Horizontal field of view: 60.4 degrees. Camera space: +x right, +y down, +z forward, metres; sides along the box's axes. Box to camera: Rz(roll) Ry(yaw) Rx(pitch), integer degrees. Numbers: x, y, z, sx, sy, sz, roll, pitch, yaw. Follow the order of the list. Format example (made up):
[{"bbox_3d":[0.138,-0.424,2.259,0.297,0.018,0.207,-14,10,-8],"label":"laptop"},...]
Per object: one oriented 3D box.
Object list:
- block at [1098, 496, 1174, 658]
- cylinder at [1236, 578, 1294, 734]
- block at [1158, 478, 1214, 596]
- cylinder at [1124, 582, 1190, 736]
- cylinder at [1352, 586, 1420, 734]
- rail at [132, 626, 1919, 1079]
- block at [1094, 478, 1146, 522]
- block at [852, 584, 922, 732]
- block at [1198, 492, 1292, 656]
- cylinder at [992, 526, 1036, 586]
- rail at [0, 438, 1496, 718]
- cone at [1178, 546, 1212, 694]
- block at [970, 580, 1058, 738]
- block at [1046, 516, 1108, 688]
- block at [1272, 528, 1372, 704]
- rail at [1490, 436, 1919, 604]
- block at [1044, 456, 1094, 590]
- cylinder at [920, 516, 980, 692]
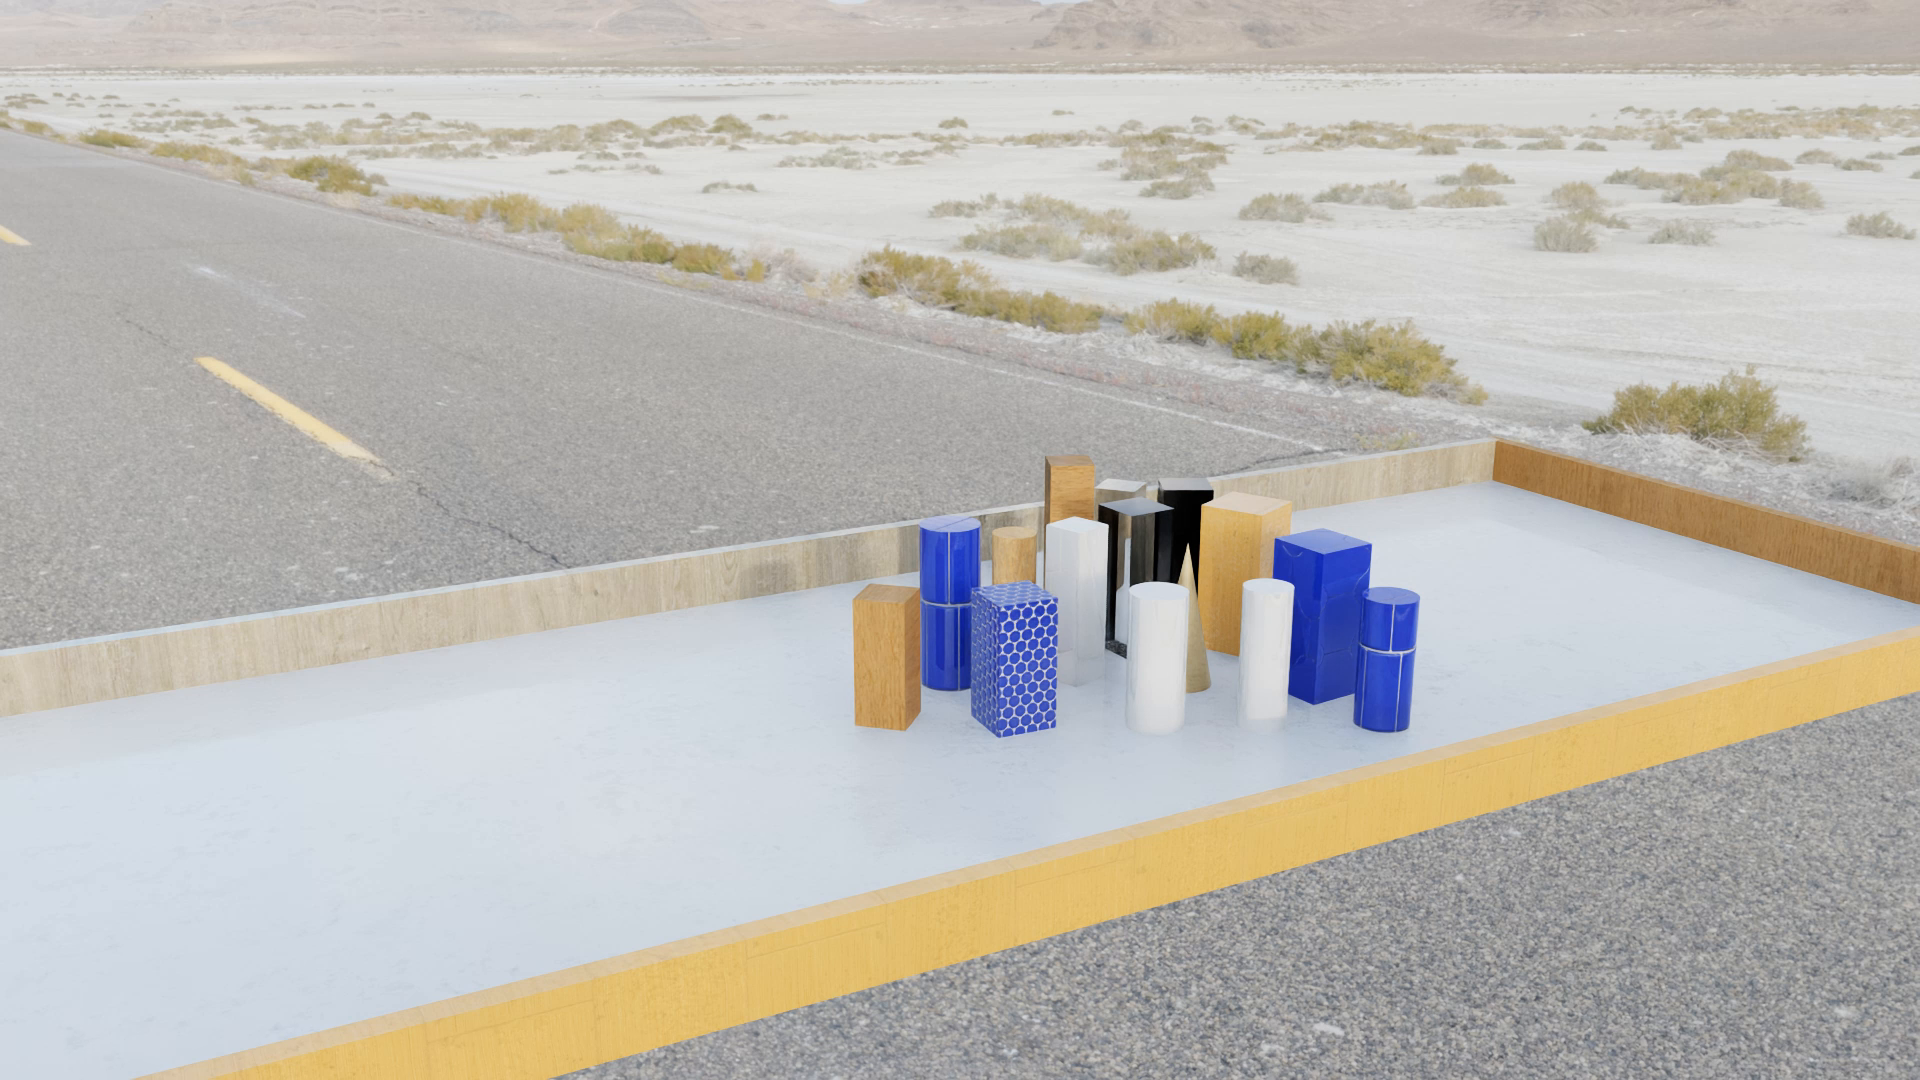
[{"bbox_3d":[0.458,0.098,4.335,0.141,0.387,0.141,-10,19,-30],"label":"block"},{"bbox_3d":[0.708,0.270,3.831,0.117,0.342,0.117,0,16,0],"label":"cylinder"},{"bbox_3d":[0.617,0.031,4.565,0.134,0.385,0.134,0,16,-1],"label":"block"},{"bbox_3d":[0.458,0.275,3.836,0.139,0.328,0.139,0,16,0],"label":"cylinder"},{"bbox_3d":[0.994,0.279,3.847,0.132,0.315,0.132,0,16,0],"label":"cylinder"},{"bbox_3d":[-2.336,1.006,1.665,12.000,0.150,0.050,-9,18,-27],"label":"rail"},{"bbox_3d":[0.471,-0.015,4.870,0.121,0.303,0.121,7,18,22],"label":"block"},{"bbox_3d":[-0.170,0.274,3.870,0.124,0.312,0.124,4,17,15],"label":"block"},{"bbox_3d":[0.748,0.091,4.353,0.173,0.390,0.173,12,20,35],"label":"block"},{"bbox_3d":[0.142,0.131,4.350,0.117,0.314,0.117,0,16,0],"label":"cylinder"},{"bbox_3d":[-3.305,0.497,3.399,12.000,0.150,0.050,-9,18,-27],"label":"rail"},{"bbox_3d":[0.558,0.181,4.086,0.144,0.368,0.144,0,16,0],"label":"cone"},{"bbox_3d":[0.125,0.276,3.851,0.150,0.319,0.150,-7,18,-24],"label":"block"},{"bbox_3d":[0.289,0.154,4.122,0.108,0.400,0.108,15,22,42],"label":"block"},{"bbox_3d":[0.880,0.185,4.048,0.163,0.382,0.163,-11,19,-32],"label":"block"},{"bbox_3d":[2.466,-0.048,5.253,0.050,0.150,2.100,-9,18,-27],"label":"rail"},{"bbox_3d":[0.302,-0.008,4.601,0.120,0.440,0.120,-1,16,-4],"label":"block"},{"bbox_3d":[-0.024,0.157,4.093,0.152,0.410,0.152,0,16,0],"label":"cylinder"}]
